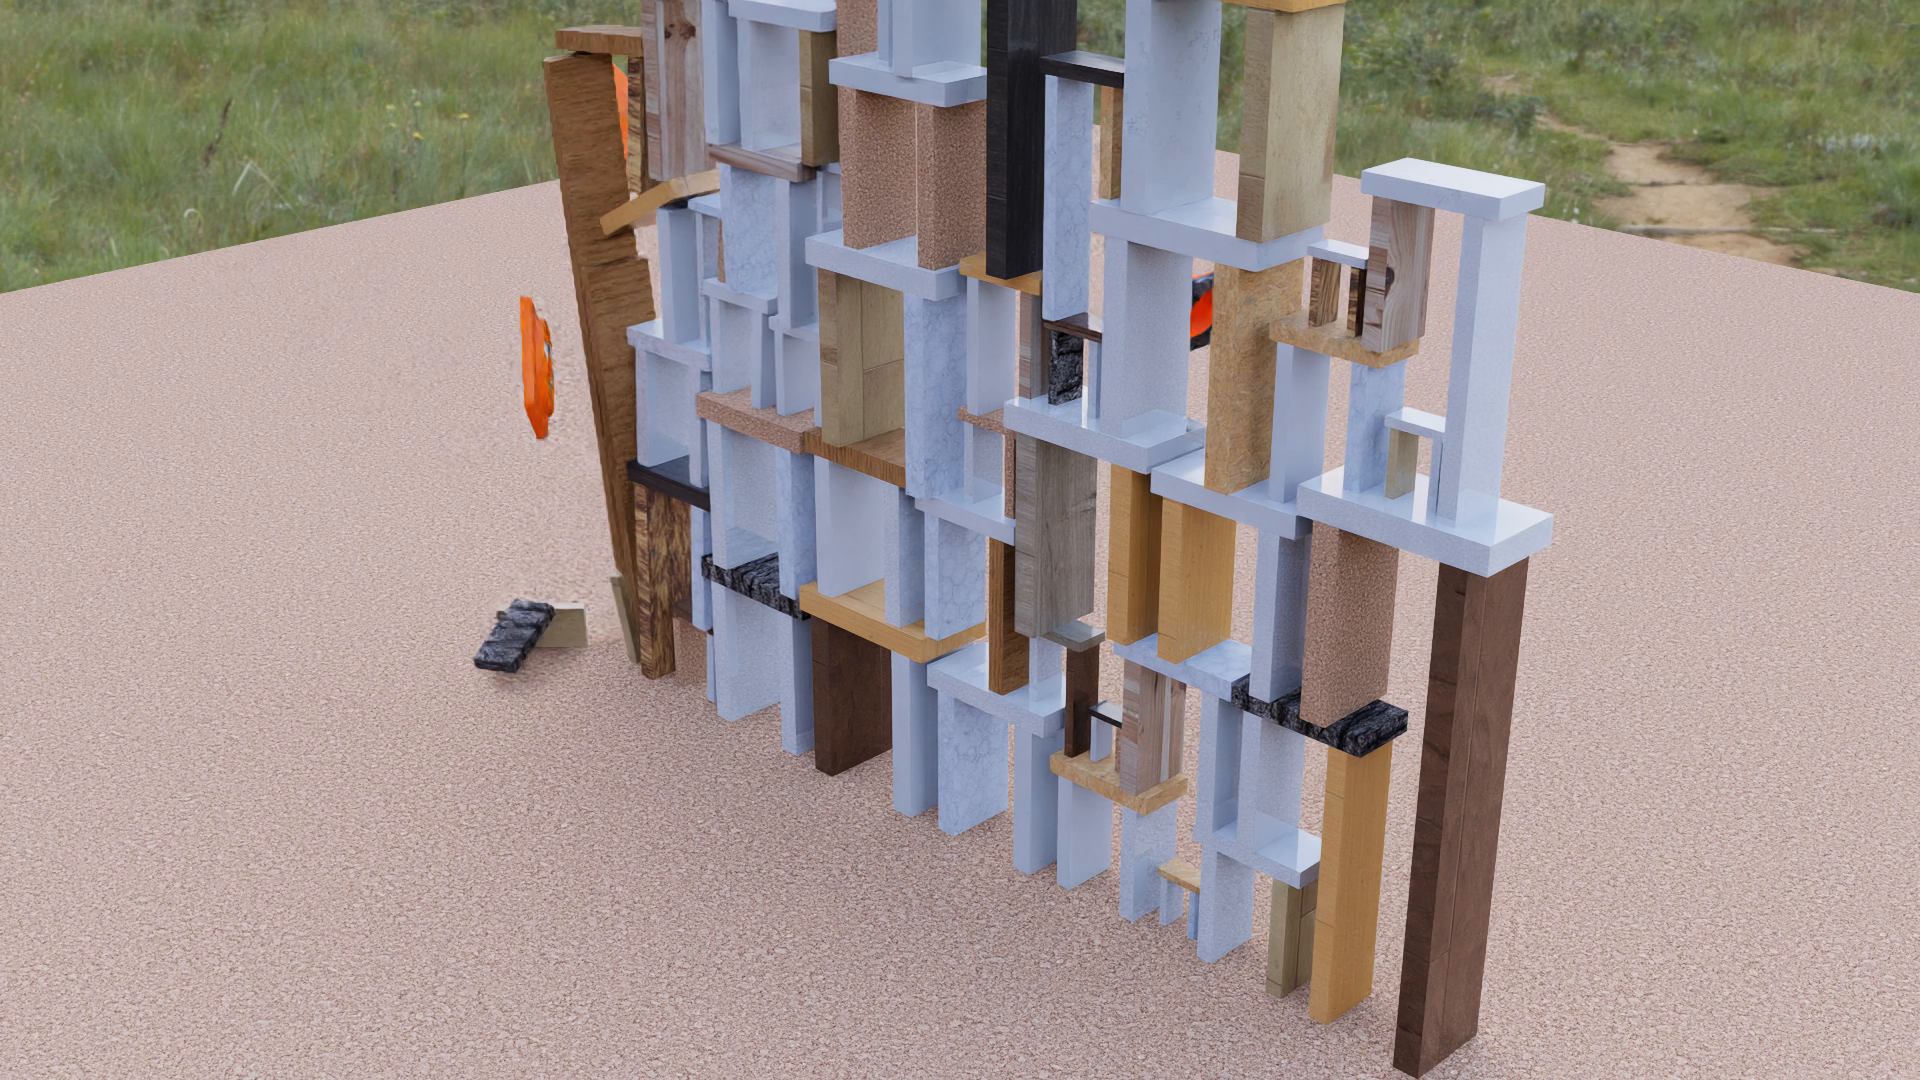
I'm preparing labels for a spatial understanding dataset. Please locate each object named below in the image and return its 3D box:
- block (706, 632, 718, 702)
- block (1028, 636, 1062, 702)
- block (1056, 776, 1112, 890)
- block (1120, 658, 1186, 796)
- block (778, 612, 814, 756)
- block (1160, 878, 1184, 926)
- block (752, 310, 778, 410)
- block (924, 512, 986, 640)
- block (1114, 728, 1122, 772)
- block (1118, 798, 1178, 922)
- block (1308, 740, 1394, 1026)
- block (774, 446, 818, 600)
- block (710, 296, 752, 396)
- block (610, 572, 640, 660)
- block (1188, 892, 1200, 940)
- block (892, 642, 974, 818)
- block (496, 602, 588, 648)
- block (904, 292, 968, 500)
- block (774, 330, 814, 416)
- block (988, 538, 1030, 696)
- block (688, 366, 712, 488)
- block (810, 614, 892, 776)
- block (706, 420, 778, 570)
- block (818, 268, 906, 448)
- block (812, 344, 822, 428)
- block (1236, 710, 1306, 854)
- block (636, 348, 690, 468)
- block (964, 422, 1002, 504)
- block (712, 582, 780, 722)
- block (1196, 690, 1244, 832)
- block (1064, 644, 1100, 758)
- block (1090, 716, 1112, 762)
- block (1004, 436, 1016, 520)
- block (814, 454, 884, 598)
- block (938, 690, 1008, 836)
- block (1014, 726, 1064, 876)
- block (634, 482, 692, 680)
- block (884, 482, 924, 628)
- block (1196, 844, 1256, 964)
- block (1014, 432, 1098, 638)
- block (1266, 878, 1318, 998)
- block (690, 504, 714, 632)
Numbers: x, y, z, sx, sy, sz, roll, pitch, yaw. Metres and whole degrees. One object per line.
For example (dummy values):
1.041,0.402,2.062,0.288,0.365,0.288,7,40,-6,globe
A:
-0.524,0.273,4.904,0.083,0.166,0.023,-21,34,-41,block
0.162,0.228,4.139,0.020,0.139,0.070,21,31,41,block
0.239,0.538,4.192,0.118,0.236,0.033,-21,31,-41,block
0.351,0.318,3.981,0.133,0.266,0.038,-21,31,-41,block
-0.307,0.280,4.683,0.046,0.326,0.163,21,31,41,block
0.393,0.660,4.076,0.014,0.101,0.050,21,31,41,block
-0.374,-0.378,4.474,0.029,0.207,0.103,26,34,38,block
-0.009,0.053,4.255,0.130,0.260,0.037,-21,31,-41,block
0.307,0.380,4.059,0.046,0.092,0.013,-21,31,-41,block
0.350,0.581,4.090,0.118,0.236,0.033,-21,31,-41,block
0.664,0.569,3.740,0.037,0.532,0.132,21,31,41,block
-0.298,-0.056,4.521,0.046,0.328,0.164,21,31,41,block
-0.466,-0.413,4.559,0.029,0.207,0.103,22,31,39,block
-0.743,0.167,5.105,0.029,0.202,0.101,3,19,43,block
0.440,0.679,4.032,0.014,0.101,0.050,21,31,41,block
-0.054,0.364,4.443,0.051,0.358,0.179,21,31,41,block
-0.978,0.201,5.155,0.203,0.101,0.029,-1,26,-3,block
-0.023,-0.287,4.122,0.050,0.396,0.176,21,31,41,block
-0.331,-0.346,4.440,0.024,0.176,0.086,22,31,40,block
0.113,0.127,4.153,0.130,0.316,0.037,-21,31,-41,block
-0.512,-0.256,4.682,0.038,0.269,0.135,25,33,38,block
-0.223,0.298,4.599,0.051,0.358,0.179,21,31,41,block
-0.452,-0.116,4.663,0.046,0.328,0.164,21,31,41,block
-0.189,-0.372,4.266,0.176,0.352,0.050,-21,31,-41,block
-0.250,-0.316,4.365,0.086,0.172,0.024,-21,31,-40,block
0.540,0.397,3.803,0.037,0.265,0.132,21,31,40,block
-0.641,-0.304,4.797,0.038,0.269,0.135,25,33,38,block
0.044,-0.154,4.113,0.079,0.158,0.022,-21,31,-40,block
-0.460,0.220,4.824,0.046,0.326,0.163,21,31,41,block
0.476,0.368,3.866,0.133,0.268,0.038,-21,31,-40,block
0.227,0.293,4.095,0.020,0.224,0.070,21,31,41,block
0.264,0.363,4.098,0.013,0.092,0.046,21,31,41,block
0.118,-0.124,4.044,0.079,0.158,0.022,-21,31,-40,block
-0.221,-0.046,4.440,0.042,0.299,0.149,21,31,41,block
0.027,0.419,4.376,0.044,0.310,0.155,21,31,41,block
0.173,0.476,4.242,0.044,0.310,0.155,21,31,41,block
-0.658,0.075,4.969,0.041,0.479,0.145,23,32,39,block
-0.080,0.009,4.311,0.042,0.299,0.149,21,31,41,block
0.482,0.635,3.965,0.033,0.234,0.117,21,31,41,block
0.176,-0.029,4.015,0.047,0.392,0.166,21,31,41,block
0.592,0.678,3.864,0.117,0.234,0.033,-21,31,-41,block
-0.517,0.042,4.805,0.041,0.290,0.145,24,33,39,block
